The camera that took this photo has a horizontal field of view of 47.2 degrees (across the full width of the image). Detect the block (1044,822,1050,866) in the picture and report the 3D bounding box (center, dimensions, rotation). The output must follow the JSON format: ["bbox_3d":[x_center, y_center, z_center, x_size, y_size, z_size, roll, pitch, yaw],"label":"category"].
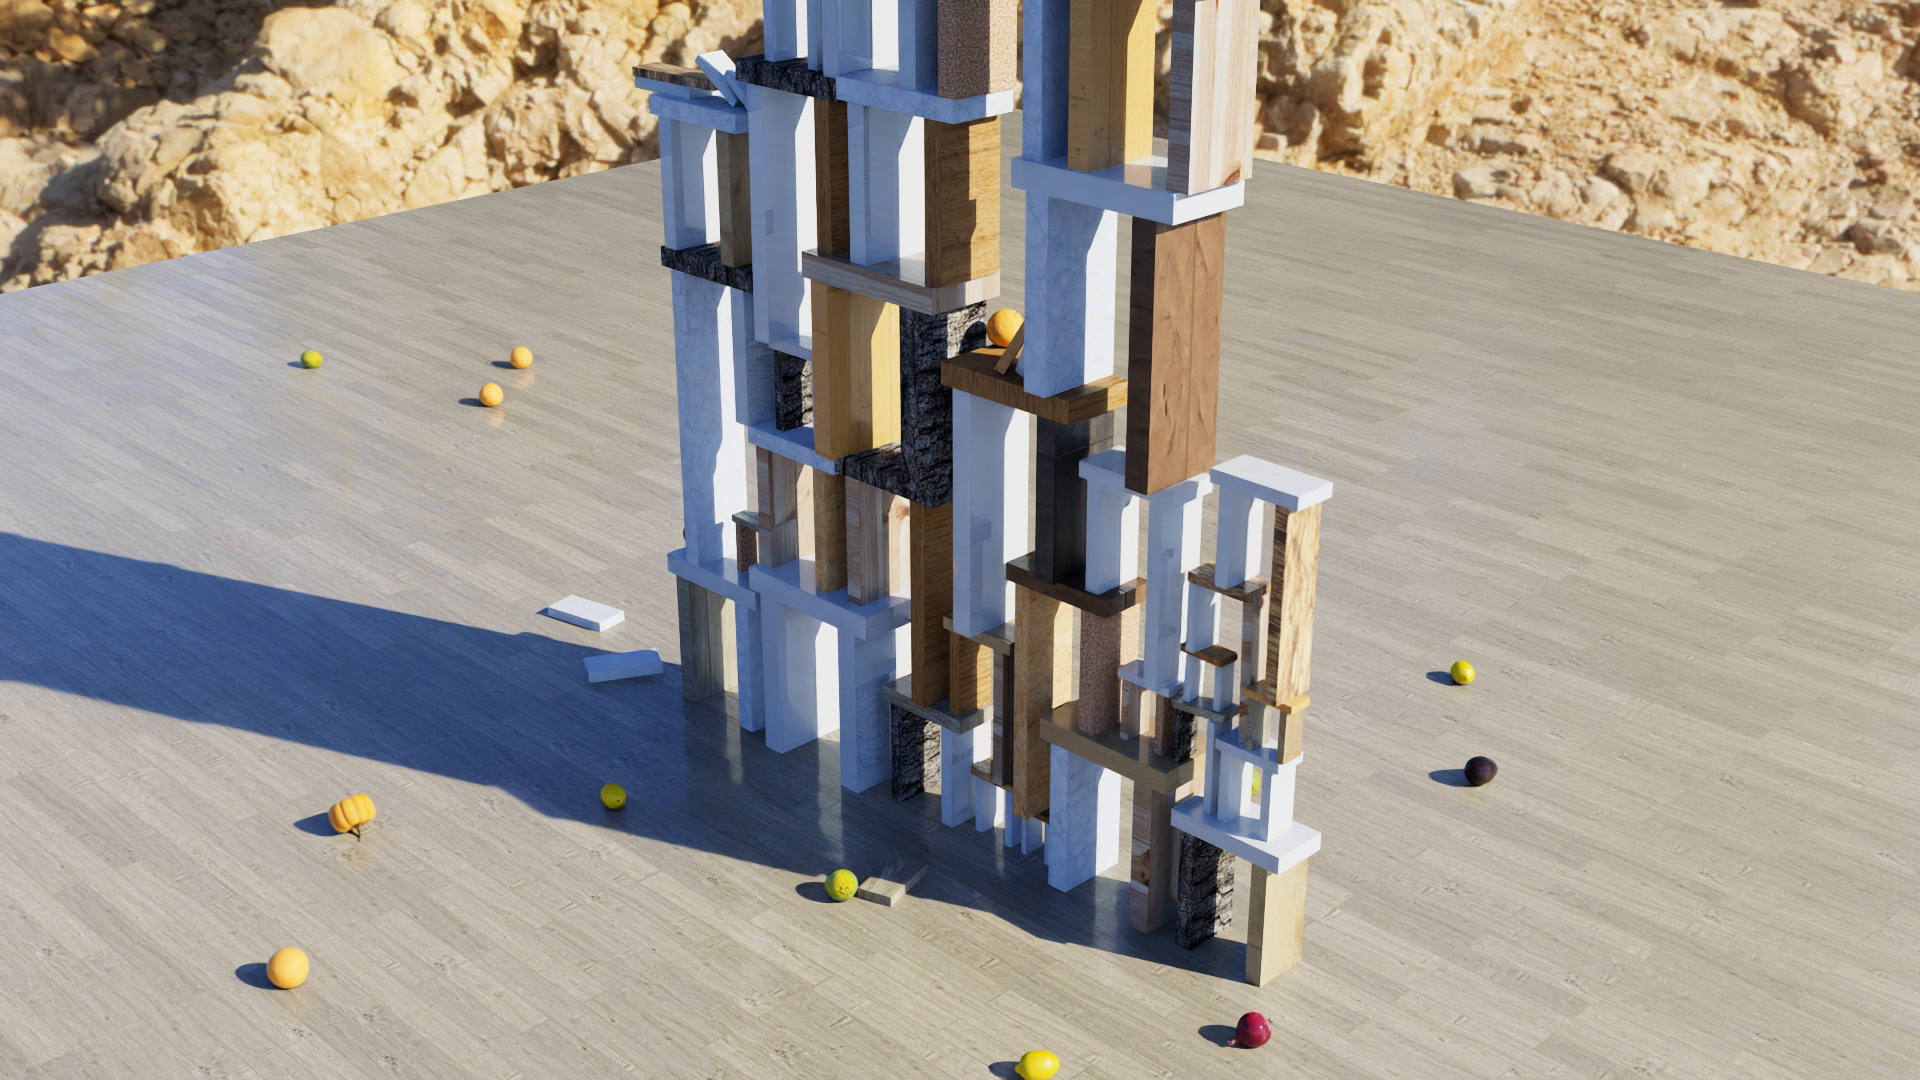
[{"bbox_3d":[0.184,0.583,4.270,0.013,0.092,0.046,21,31,41],"label":"block"}]

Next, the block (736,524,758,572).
[{"bbox_3d":[-0.454,0.008,4.726,0.016,0.111,0.055,21,31,41],"label":"block"}]

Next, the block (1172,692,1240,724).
[{"bbox_3d":[0.433,0.293,3.882,0.108,0.015,0.054,17,28,34],"label":"block"}]

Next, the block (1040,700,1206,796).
[{"bbox_3d":[0.310,0.371,4.051,0.305,0.043,0.153,21,31,41],"label":"block"}]

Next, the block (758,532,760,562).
[{"bbox_3d":[-0.402,0.029,4.678,0.055,0.111,0.016,-21,31,-41],"label":"block"}]

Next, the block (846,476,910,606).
[{"bbox_3d":[-0.164,-0.016,4.401,0.136,0.272,0.039,-21,31,-41],"label":"block"}]

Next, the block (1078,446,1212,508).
[{"bbox_3d":[0.322,-0.111,3.831,0.213,0.030,0.107,21,31,40],"label":"block"}]

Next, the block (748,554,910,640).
[{"bbox_3d":[-0.250,0.103,4.533,0.180,0.051,0.359,-21,31,-41],"label":"block"}]

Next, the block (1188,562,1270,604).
[{"bbox_3d":[0.460,0.071,3.761,0.130,0.018,0.065,21,31,41],"label":"block"}]

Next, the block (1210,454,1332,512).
[{"bbox_3d":[0.512,-0.095,3.629,0.091,0.026,0.183,-21,31,-40],"label":"block"}]

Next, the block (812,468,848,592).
[{"bbox_3d":[-0.234,-0.036,4.460,0.037,0.263,0.131,21,31,41],"label":"block"}]

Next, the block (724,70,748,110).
[{"bbox_3d":[-0.401,-0.872,4.294,0.065,0.018,0.131,-13,55,-36],"label":"block"}]

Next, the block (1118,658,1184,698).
[{"bbox_3d":[0.349,0.247,3.955,0.060,0.017,0.121,-22,31,-40],"label":"block"}]

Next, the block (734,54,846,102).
[{"bbox_3d":[-0.273,-0.878,4.149,0.292,0.041,0.146,21,31,40],"label":"block"}]

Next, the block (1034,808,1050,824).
[{"bbox_3d":[0.163,0.526,4.269,0.092,0.013,0.046,21,31,41],"label":"block"}]

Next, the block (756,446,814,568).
[{"bbox_3d":[-0.357,-0.085,4.575,0.131,0.263,0.037,-21,31,-40],"label":"block"}]

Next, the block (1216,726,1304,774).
[{"bbox_3d":[0.519,0.365,3.821,0.138,0.020,0.069,21,31,41],"label":"block"}]

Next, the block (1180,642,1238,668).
[{"bbox_3d":[0.435,0.195,3.841,0.046,0.013,0.092,-20,30,-39],"label":"block"}]

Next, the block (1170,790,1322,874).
[{"bbox_3d":[0.505,0.512,3.896,0.240,0.034,0.120,21,31,41],"label":"block"}]

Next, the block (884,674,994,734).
[{"bbox_3d":[-0.039,0.322,4.405,0.218,0.031,0.109,21,31,41],"label":"block"}]

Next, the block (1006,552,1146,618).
[{"bbox_3d":[0.215,0.074,4.025,0.245,0.035,0.122,21,31,40],"label":"block"}]

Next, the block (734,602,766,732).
[{"bbox_3d":[-0.413,0.254,4.780,0.042,0.299,0.149,21,31,41],"label":"block"}]

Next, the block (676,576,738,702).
[{"bbox_3d":[-0.554,0.199,4.910,0.042,0.299,0.149,21,31,41],"label":"block"}]

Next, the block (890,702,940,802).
[{"bbox_3d":[-0.090,0.416,4.500,0.031,0.218,0.109,21,31,41],"label":"block"}]

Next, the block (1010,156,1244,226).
[{"bbox_3d":[0.276,-0.598,3.663,0.179,0.051,0.358,-22,31,-40],"label":"block"}]

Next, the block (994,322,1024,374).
[{"bbox_3d":[0.112,-0.369,3.932,0.020,0.144,0.072,32,27,0],"label":"block"}]

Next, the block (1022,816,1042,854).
[{"bbox_3d":[0.141,0.566,4.310,0.013,0.092,0.046,21,31,41],"label":"block"}]

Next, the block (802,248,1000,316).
[{"bbox_3d":[-0.114,-0.501,4.127,0.354,0.050,0.177,21,31,40],"label":"block"}]

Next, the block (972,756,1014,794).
[{"bbox_3d":[0.087,0.463,4.333,0.122,0.017,0.061,21,31,40],"label":"block"}]

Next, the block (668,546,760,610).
[{"bbox_3d":[-0.484,0.069,4.779,0.149,0.042,0.299,-21,31,-41],"label":"block"}]

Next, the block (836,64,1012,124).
[{"bbox_3d":[-0.066,-0.802,3.950,0.301,0.043,0.150,21,31,40],"label":"block"}]

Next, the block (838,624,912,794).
[{"bbox_3d":[-0.166,0.325,4.536,0.180,0.359,0.051,-21,31,-41],"label":"block"}]

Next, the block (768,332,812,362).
[{"bbox_3d":[-0.294,-0.387,4.388,0.170,0.024,0.085,21,31,40],"label":"block"}]

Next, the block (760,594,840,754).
[{"bbox_3d":[-0.335,0.259,4.691,0.180,0.359,0.051,-21,31,-40],"label":"block"}]

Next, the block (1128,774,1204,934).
[{"bbox_3d":[0.382,0.559,4.053,0.043,0.305,0.153,21,31,41],"label":"block"}]

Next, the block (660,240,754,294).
[{"bbox_3d":[-0.464,-0.566,4.488,0.288,0.041,0.144,21,31,41],"label":"block"}]

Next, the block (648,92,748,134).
[{"bbox_3d":[-0.482,-0.859,4.379,0.136,0.039,0.272,-21,31,-40],"label":"block"}]

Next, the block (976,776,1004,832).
[{"bbox_3d":[0.059,0.516,4.387,0.017,0.122,0.061,21,31,41],"label":"block"}]

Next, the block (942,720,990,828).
[{"bbox_3d":[0.012,0.457,4.406,0.031,0.218,0.109,21,31,41],"label":"block"}]

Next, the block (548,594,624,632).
[{"bbox_3d":[-0.904,0.177,5.313,0.169,0.024,0.085,15,27,31],"label":"block"}]

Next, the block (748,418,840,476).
[{"bbox_3d":[-0.295,-0.199,4.460,0.131,0.037,0.263,-21,31,-41],"label":"block"}]

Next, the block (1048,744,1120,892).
[{"bbox_3d":[0.238,0.503,4.185,0.043,0.305,0.153,21,31,41],"label":"block"}]

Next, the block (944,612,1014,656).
[{"bbox_3d":[0.062,0.171,4.232,0.178,0.025,0.089,21,31,41],"label":"block"}]

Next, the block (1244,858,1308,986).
[{"bbox_3d":[0.562,0.660,3.897,0.034,0.240,0.120,21,31,41],"label":"block"}]

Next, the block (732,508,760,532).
[{"bbox_3d":[-0.429,-0.040,4.677,0.055,0.016,0.111,-21,31,-41],"label":"block"}]

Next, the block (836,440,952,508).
[{"bbox_3d":[-0.101,-0.134,4.281,0.136,0.039,0.272,-21,31,-41],"label":"block"}]

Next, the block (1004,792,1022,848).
[{"bbox_3d":[0.117,0.539,4.334,0.017,0.122,0.061,21,31,41],"label":"block"}]

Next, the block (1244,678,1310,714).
[{"bbox_3d":[0.541,0.267,3.750,0.050,0.014,0.101,-21,31,-40],"label":"block"}]

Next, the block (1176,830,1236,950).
[{"bbox_3d":[0.448,0.616,4.001,0.034,0.240,0.120,21,31,41],"label":"block"}]

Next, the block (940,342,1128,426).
[{"bbox_3d":[0.132,-0.284,3.963,0.314,0.044,0.157,21,31,40],"label":"block"}]
